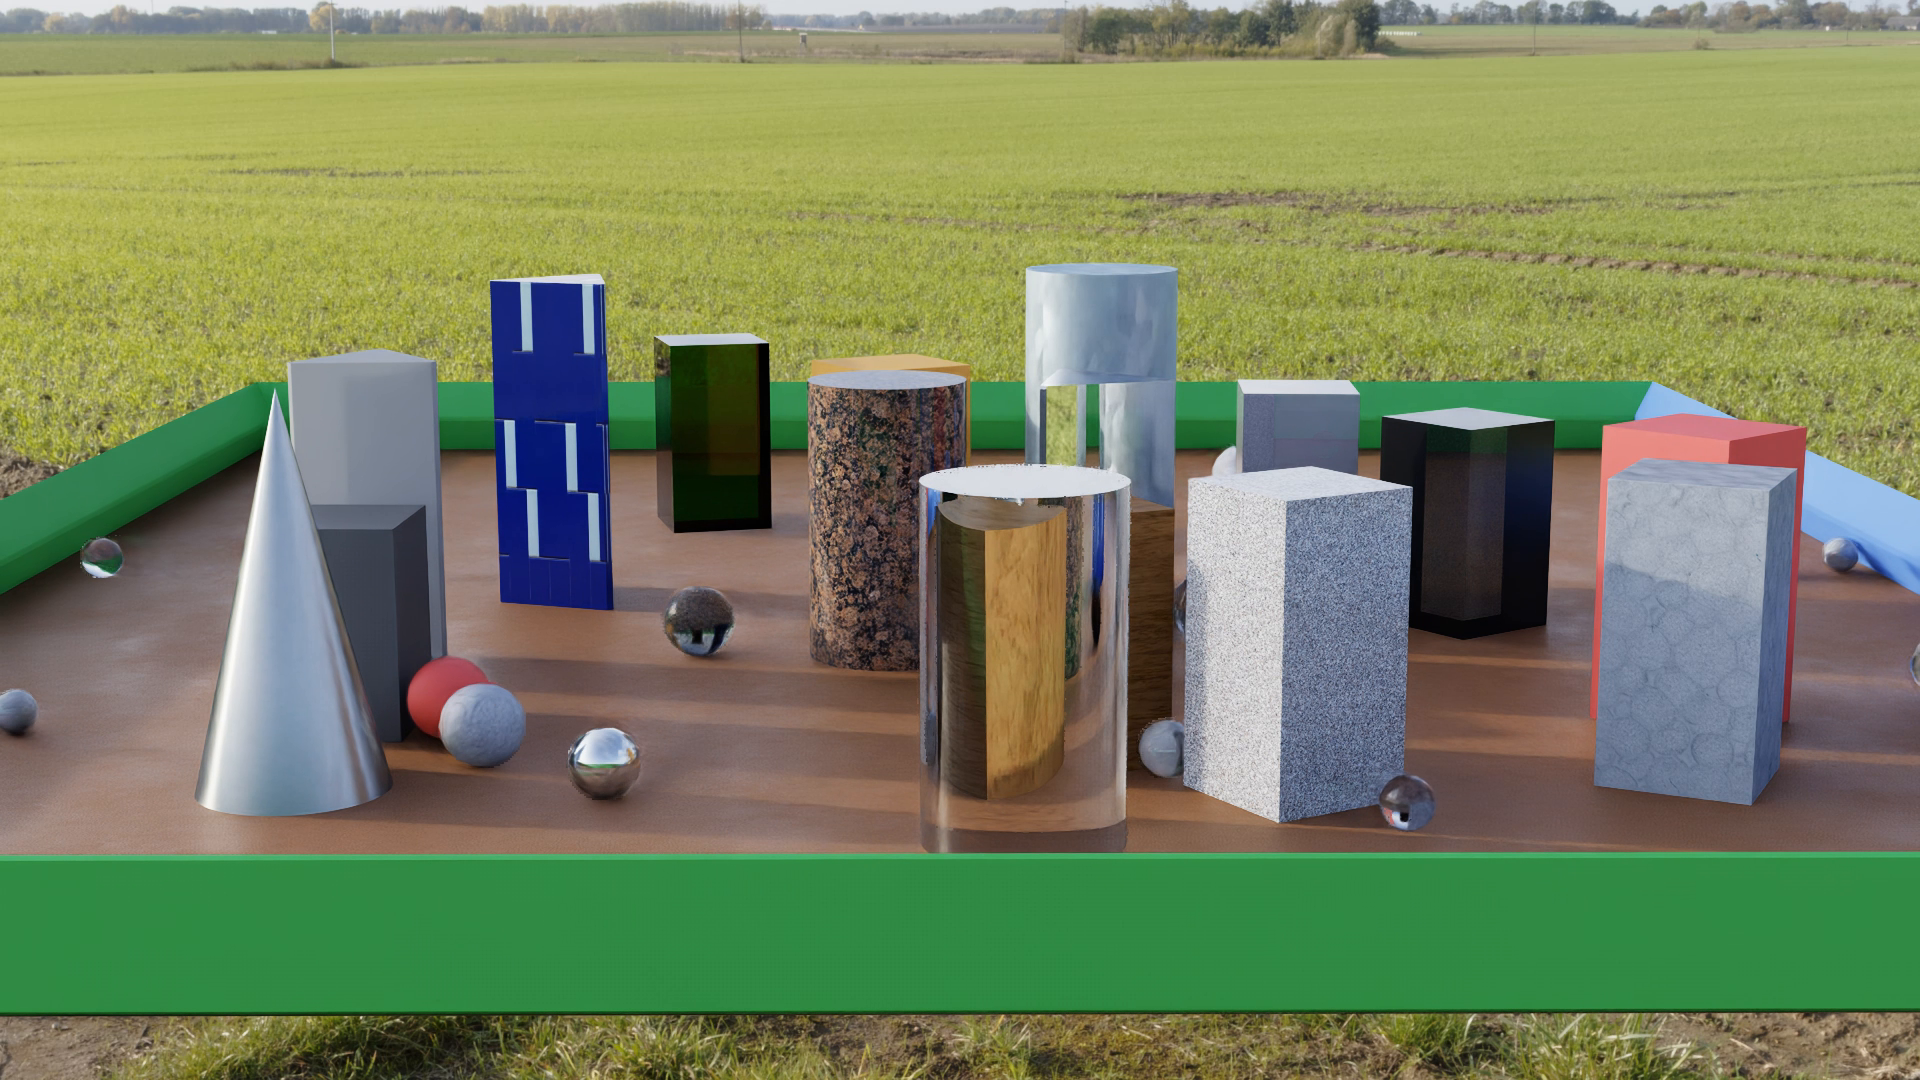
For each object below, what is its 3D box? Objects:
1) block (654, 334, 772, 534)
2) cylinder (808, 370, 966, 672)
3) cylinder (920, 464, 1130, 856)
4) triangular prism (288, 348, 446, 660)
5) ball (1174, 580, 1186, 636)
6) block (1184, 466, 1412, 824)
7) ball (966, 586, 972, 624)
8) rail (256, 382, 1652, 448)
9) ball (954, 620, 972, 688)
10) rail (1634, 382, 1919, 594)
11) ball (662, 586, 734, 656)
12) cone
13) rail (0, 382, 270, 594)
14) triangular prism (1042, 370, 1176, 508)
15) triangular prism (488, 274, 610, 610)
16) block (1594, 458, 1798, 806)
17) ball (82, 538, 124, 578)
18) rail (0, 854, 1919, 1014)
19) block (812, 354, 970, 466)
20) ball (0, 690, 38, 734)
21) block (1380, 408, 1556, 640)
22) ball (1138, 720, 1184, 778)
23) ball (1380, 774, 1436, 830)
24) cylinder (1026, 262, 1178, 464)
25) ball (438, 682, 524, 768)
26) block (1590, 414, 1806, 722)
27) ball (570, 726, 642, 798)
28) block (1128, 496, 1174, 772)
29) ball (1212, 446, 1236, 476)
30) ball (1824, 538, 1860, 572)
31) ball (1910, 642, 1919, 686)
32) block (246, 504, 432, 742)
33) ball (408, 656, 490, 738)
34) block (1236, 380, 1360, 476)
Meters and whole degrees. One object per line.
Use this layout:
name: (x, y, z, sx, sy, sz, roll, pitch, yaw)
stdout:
block: (-0.396, -0.174, 4.107, 0.157, 0.296, 0.157, -3, 11, -16)
cylinder: (-0.090, -0.028, 3.185, 0.196, 0.345, 0.196, 0, 11, 0)
cylinder: (0.060, 0.115, 2.408, 0.196, 0.347, 0.196, 0, 11, 0)
triangular prism: (-0.709, -0.035, 3.123, 0.170, 0.381, 0.147, -1, 11, -4)
ball: (0.315, 0.086, 3.268, 0.091, 0.091, 0.091, 0, 11, 0)
block: (0.337, 0.100, 2.573, 0.157, 0.318, 0.157, -6, 12, -31)
ball: (0.009, 0.091, 3.313, 0.065, 0.065, 0.065, 0, 11, 0)
rail: (-0.008, -0.235, 4.894, 2.675, 0.127, 0.045, 0, 11, 0)
ball: (0.040, 0.134, 2.996, 0.096, 0.096, 0.096, 0, 11, 0)
rail: (1.314, 0.031, 3.456, 0.045, 0.127, 2.987, 0, 11, 0)
ball: (-0.326, 0.100, 3.197, 0.088, 0.088, 0.088, 0, 11, 0)
cone: (-0.678, 0.051, 2.577, 0.196, 0.411, 0.196, 0, 11, 0)
rail: (-1.314, 0.034, 3.441, 0.045, 0.127, 2.987, 0, 11, 0)
triangular prism: (0.150, -0.019, 3.094, 0.170, 0.360, 0.147, -4, 11, -20)
triangular prism: (-0.528, -0.140, 3.526, 0.170, 0.440, 0.147, 4, 11, 19)
block: (0.754, 0.089, 2.631, 0.157, 0.318, 0.157, 5, 12, 27)
ball: (-1.231, 0.026, 3.684, 0.057, 0.057, 0.057, 0, 11, 0)
rail: (0.008, 0.301, 2.004, 2.675, 0.127, 0.045, 0, 11, 0)
block: (-0.093, -0.074, 3.463, 0.157, 0.334, 0.157, -6, 12, -30)
ball: (-1.041, 0.189, 2.830, 0.047, 0.047, 0.047, 0, 11, 0)
block: (0.663, -0.025, 3.372, 0.157, 0.272, 0.157, -7, 13, -35)
ball: (0.215, 0.216, 2.654, 0.059, 0.059, 0.059, 0, 11, 0)
ball: (0.431, 0.253, 2.470, 0.054, 0.054, 0.054, 0, 11, 0)
cylinder: (0.183, -0.121, 3.353, 0.196, 0.466, 0.196, 0, 11, 0)
ball: (-0.502, 0.194, 2.693, 0.088, 0.088, 0.088, 0, 11, 0)
block: (0.823, 0.038, 2.863, 0.157, 0.333, 0.157, -9, 14, -41)
ball: (-0.356, 0.224, 2.577, 0.072, 0.072, 0.072, 0, 11, 0)
block: (0.118, 0.096, 2.713, 0.157, 0.274, 0.157, -5, 12, -24)
ball: (0.473, -0.110, 4.308, 0.098, 0.098, 0.098, 0, 11, 0)
ball: (1.281, 0.022, 3.730, 0.049, 0.049, 0.049, 0, 11, 0)
ball: (1.147, 0.145, 2.981, 0.079, 0.079, 0.079, 0, 11, 0)
block: (-0.685, 0.090, 2.849, 0.157, 0.236, 0.157, 0, 11, 1)
ball: (-0.557, 0.172, 2.802, 0.092, 0.092, 0.092, 0, 11, 0)
block: (0.468, -0.072, 3.586, 0.157, 0.286, 0.157, 1, 11, 3)
